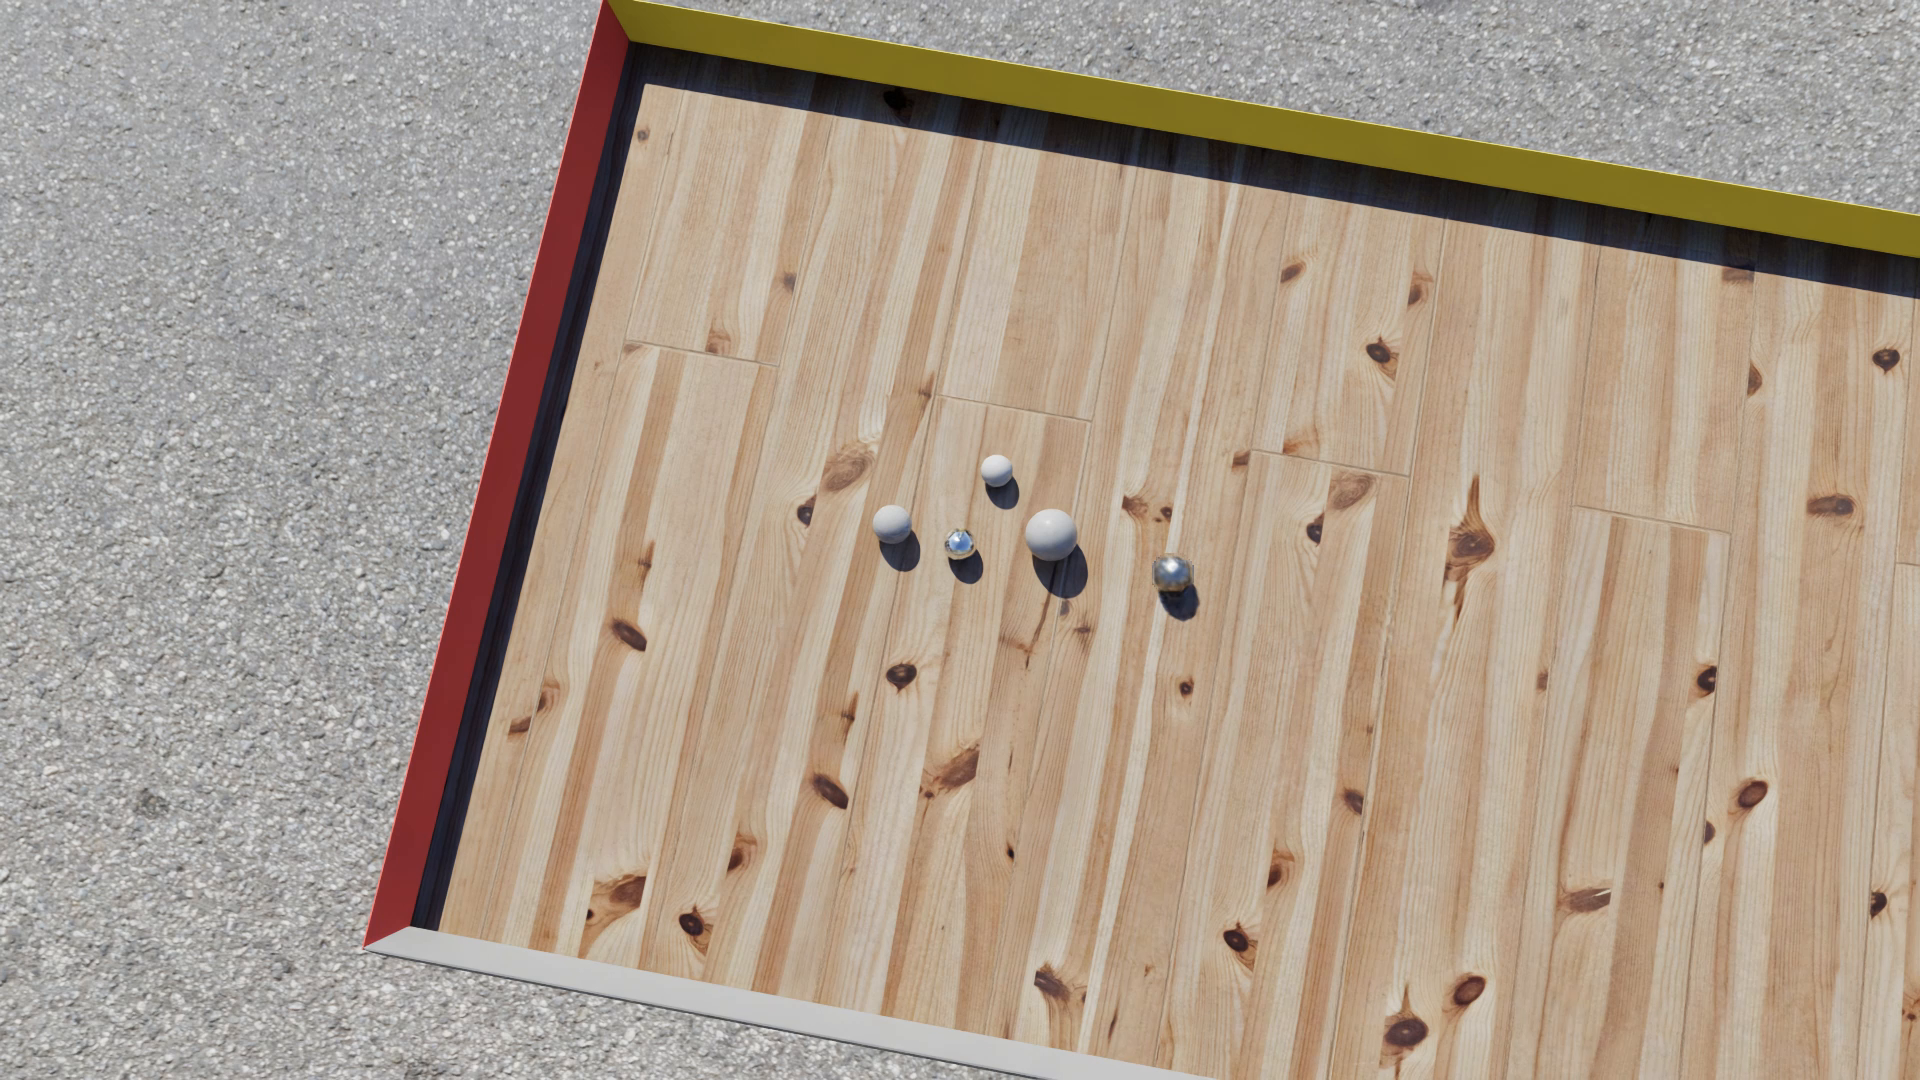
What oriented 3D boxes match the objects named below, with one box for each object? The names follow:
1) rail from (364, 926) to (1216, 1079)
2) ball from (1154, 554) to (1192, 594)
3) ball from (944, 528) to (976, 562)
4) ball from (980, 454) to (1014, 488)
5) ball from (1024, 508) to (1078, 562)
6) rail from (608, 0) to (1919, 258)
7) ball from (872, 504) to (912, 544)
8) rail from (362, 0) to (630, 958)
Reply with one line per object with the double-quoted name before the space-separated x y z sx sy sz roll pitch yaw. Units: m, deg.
"rail" 0.576 0.825 3.108 2.891 0.105 0.045 10 75 3
"ball" 0.324 0.052 3.343 0.060 0.060 0.060 0 75 0
"ball" 0.000 0.007 3.360 0.051 0.051 0.051 0 75 0
"ball" 0.057 -0.107 3.391 0.050 0.050 0.050 0 75 0
"ball" 0.139 -0.007 3.349 0.081 0.081 0.081 0 75 0
"rail" 0.846 -0.584 3.492 2.891 0.105 0.045 10 75 3
"ball" -0.104 -0.024 3.363 0.061 0.061 0.061 0 75 0
"rail" -0.687 -0.129 3.368 0.045 0.105 1.533 10 75 3
